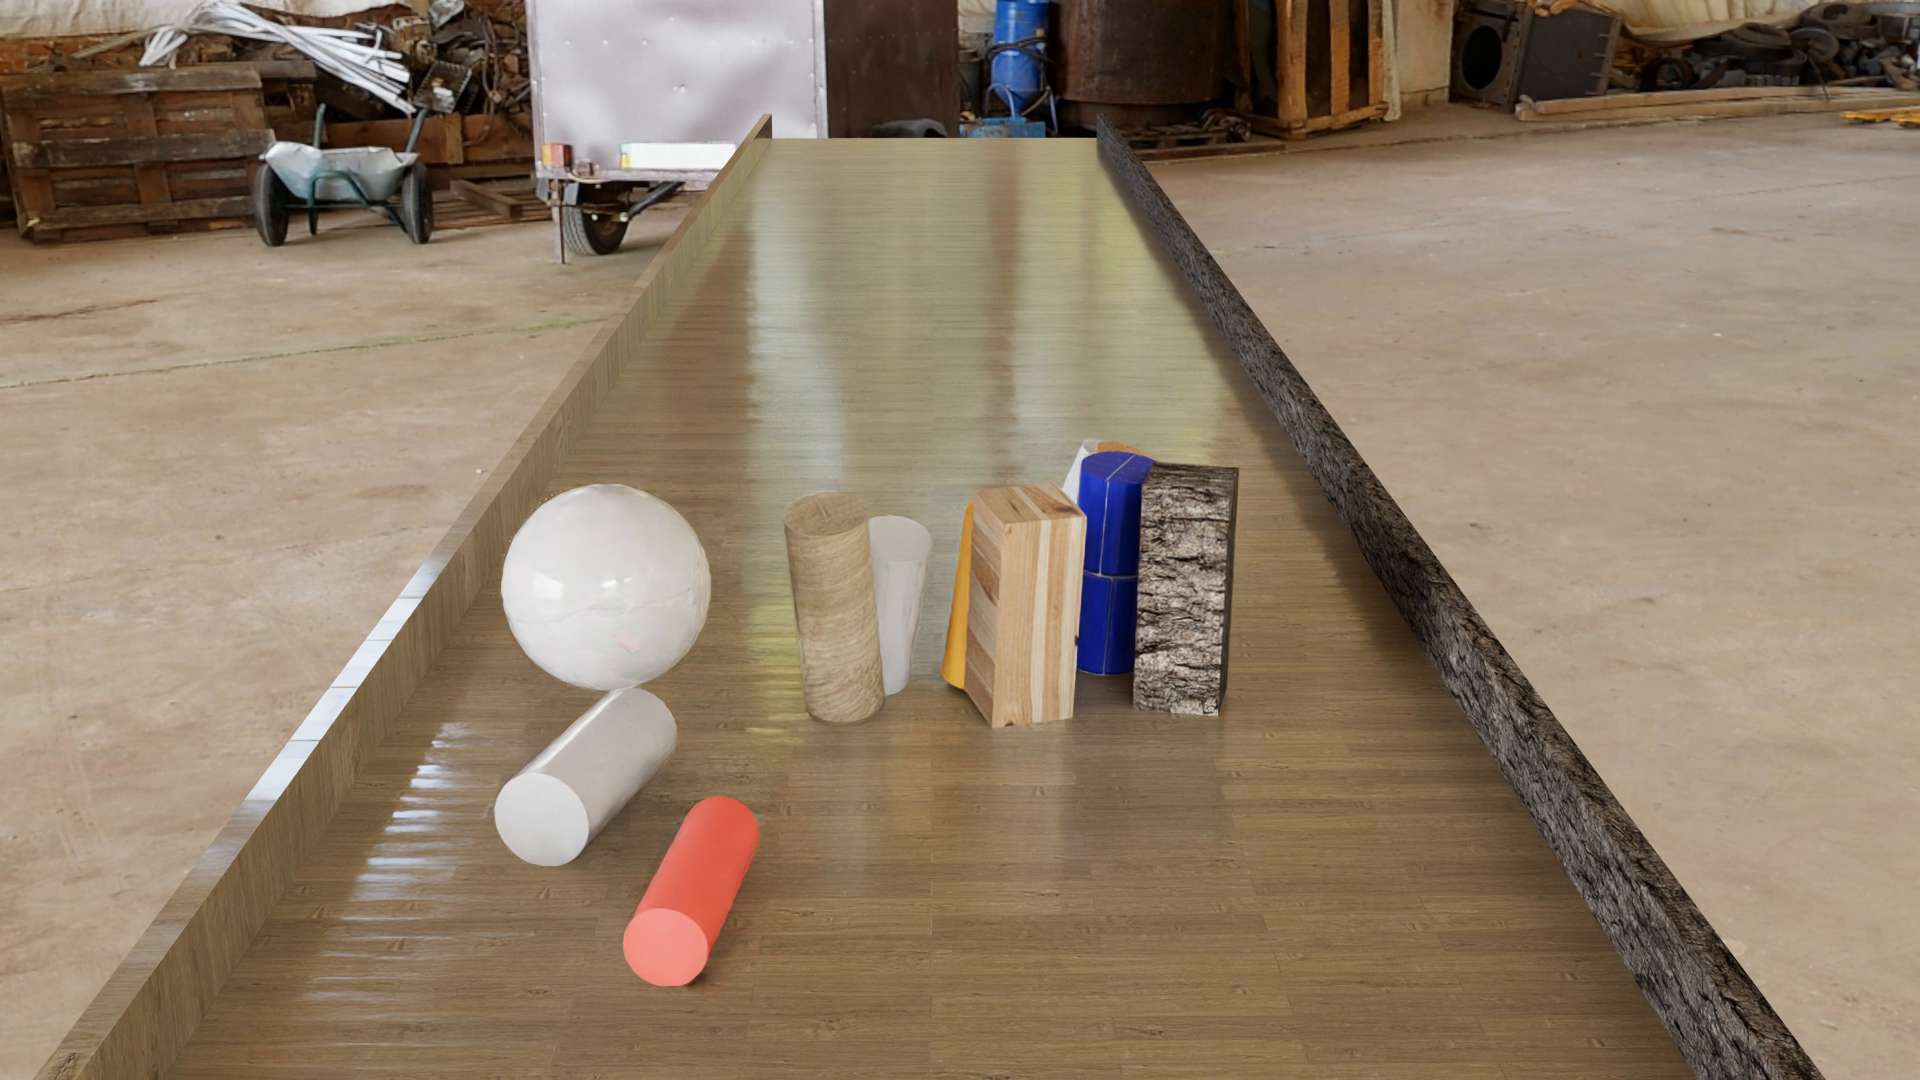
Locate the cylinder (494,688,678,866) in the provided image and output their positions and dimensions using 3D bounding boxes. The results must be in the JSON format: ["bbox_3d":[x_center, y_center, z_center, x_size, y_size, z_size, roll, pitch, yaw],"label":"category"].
[{"bbox_3d":[-0.613,0.386,3.648,0.159,0.159,0.397,4,17,13],"label":"cylinder"}]

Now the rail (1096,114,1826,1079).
[{"bbox_3d":[0.932,-0.844,7.801,0.050,0.150,12.000,0,17,-1],"label":"rail"}]

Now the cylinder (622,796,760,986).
[{"bbox_3d":[-0.395,0.516,3.276,0.122,0.122,0.397,2,17,5],"label":"cylinder"}]

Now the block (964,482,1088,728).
[{"bbox_3d":[0.118,0.121,4.069,0.160,0.411,0.160,-6,25,-18],"label":"block"}]

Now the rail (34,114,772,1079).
[{"bbox_3d":[-1.118,-0.838,7.780,0.050,0.150,12.000,0,17,-1],"label":"rail"}]

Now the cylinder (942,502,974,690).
[{"bbox_3d":[0.061,0.109,4.227,0.148,0.343,0.148,7,21,-3],"label":"cylinder"}]

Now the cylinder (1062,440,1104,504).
[{"bbox_3d":[0.256,-0.016,4.592,0.157,0.359,0.157,21,21,-8],"label":"cylinder"}]

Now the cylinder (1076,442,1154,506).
[{"bbox_3d":[0.272,0.010,4.448,0.125,0.406,0.125,16,22,-7],"label":"cylinder"}]

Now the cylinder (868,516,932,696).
[{"bbox_3d":[-0.142,0.126,4.163,0.135,0.339,0.135,6,39,-5],"label":"cylinder"}]

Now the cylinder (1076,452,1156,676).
[{"bbox_3d":[0.300,0.048,4.311,0.160,0.412,0.160,3,24,-1],"label":"cylinder"}]

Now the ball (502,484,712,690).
[{"bbox_3d":[-0.583,0.077,3.630,0.342,0.342,0.342,0,17,0],"label":"ball"}]

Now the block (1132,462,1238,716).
[{"bbox_3d":[0.425,0.090,4.140,0.161,0.440,0.161,5,18,12],"label":"block"}]

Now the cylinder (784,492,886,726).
[{"bbox_3d":[-0.227,0.129,4.027,0.151,0.411,0.151,-3,31,2],"label":"cylinder"}]
